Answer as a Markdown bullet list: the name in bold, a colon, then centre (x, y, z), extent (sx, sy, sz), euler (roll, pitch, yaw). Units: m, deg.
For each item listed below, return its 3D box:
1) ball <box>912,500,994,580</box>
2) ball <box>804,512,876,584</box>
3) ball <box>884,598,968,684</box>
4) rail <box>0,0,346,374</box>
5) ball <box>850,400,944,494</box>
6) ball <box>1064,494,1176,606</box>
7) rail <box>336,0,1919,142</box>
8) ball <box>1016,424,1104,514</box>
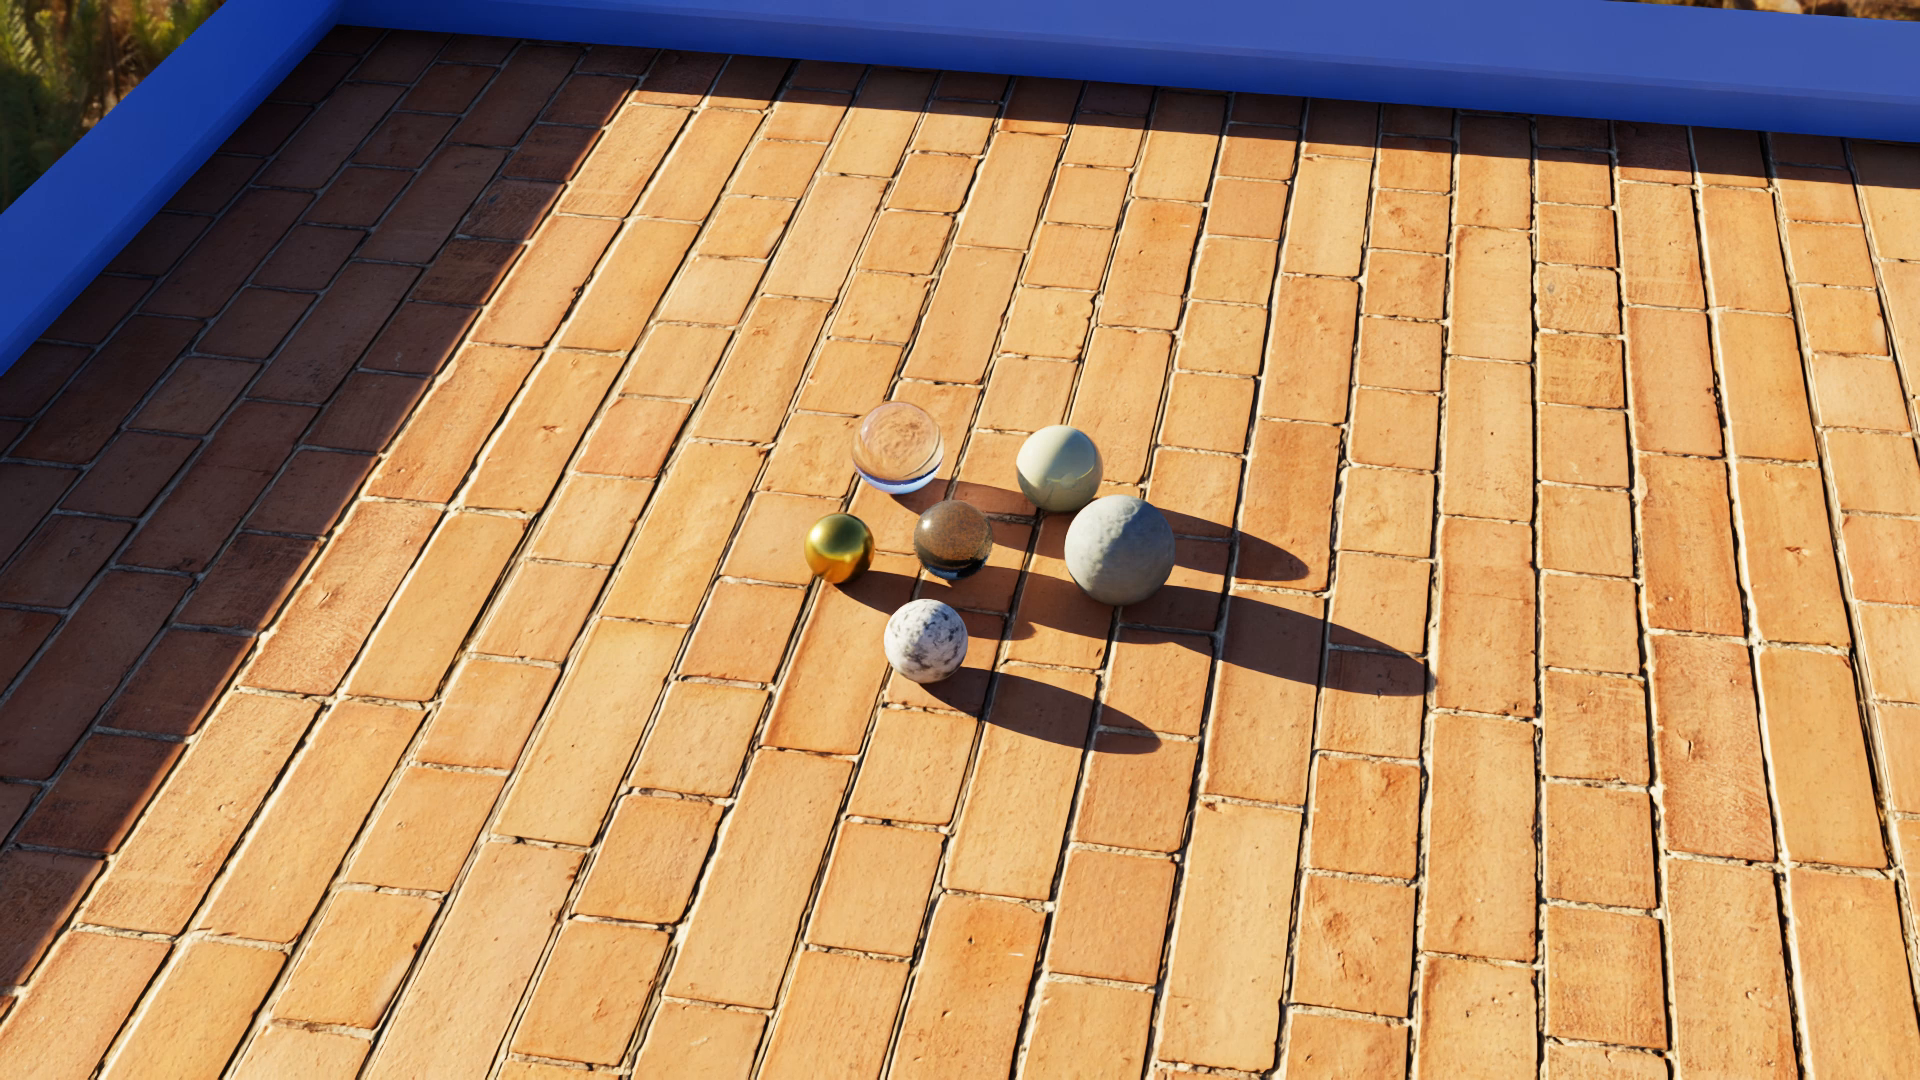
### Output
- **ball**: centre (-0.005, 0.000, 1.938), extent (0.061, 0.061, 0.061), euler (0, 34, 0)
- **ball**: centre (-0.091, 0.006, 1.935), extent (0.054, 0.054, 0.054), euler (0, 34, 0)
- **ball**: centre (-0.024, 0.072, 1.833), extent (0.060, 0.060, 0.060), euler (0, 34, 0)
- **rail**: centre (-0.825, -0.109, 2.038), extent (0.045, 0.125, 1.828), euler (6, 35, 8)
- **ball**: centre (-0.049, -0.073, 2.032), extent (0.075, 0.075, 0.075), euler (0, 34, 0)
- **ball**: centre (0.119, 0.008, 1.908), extent (0.083, 0.083, 0.083), euler (0, 34, 0)
- **rail**: centre (1.006, -0.434, 2.511), extent (3.449, 0.125, 0.045), euler (6, 35, 8)
- **ball**: centre (0.078, -0.056, 2.011), extent (0.069, 0.069, 0.069), euler (0, 34, 0)
